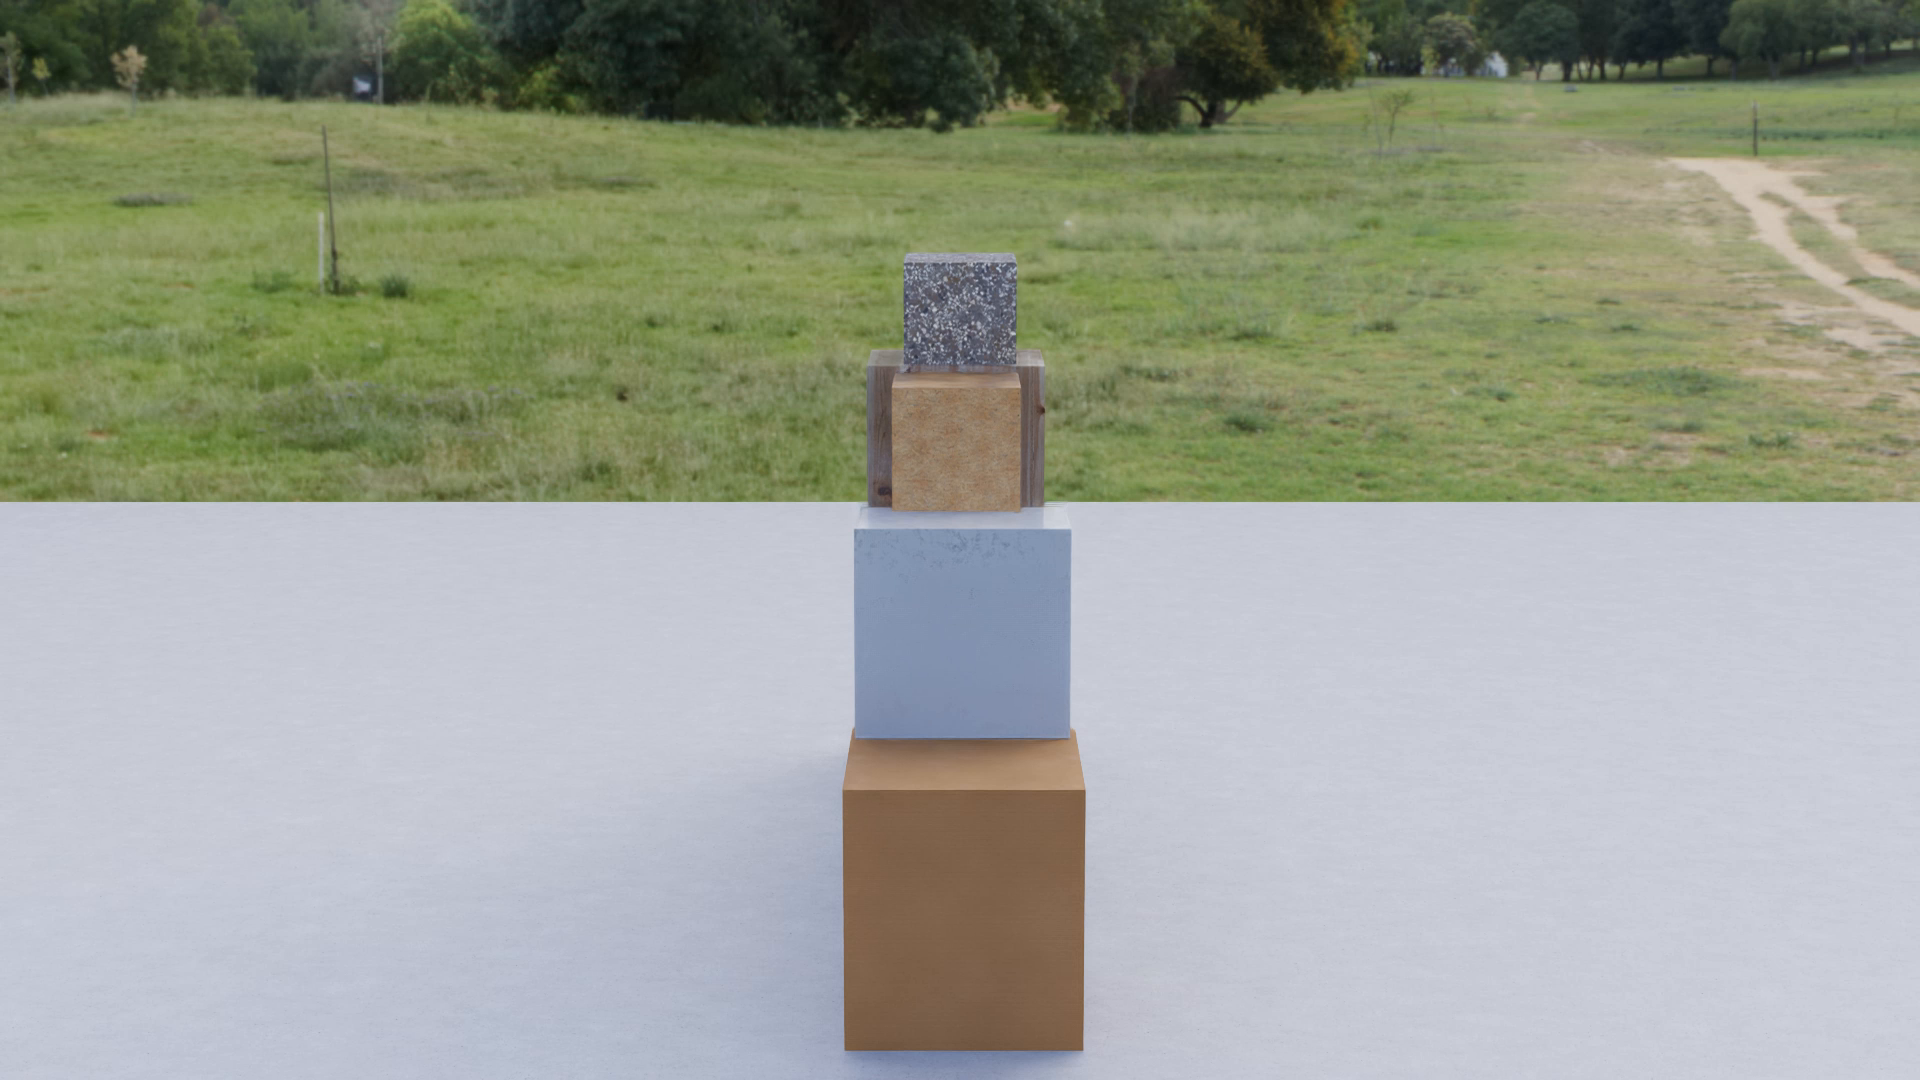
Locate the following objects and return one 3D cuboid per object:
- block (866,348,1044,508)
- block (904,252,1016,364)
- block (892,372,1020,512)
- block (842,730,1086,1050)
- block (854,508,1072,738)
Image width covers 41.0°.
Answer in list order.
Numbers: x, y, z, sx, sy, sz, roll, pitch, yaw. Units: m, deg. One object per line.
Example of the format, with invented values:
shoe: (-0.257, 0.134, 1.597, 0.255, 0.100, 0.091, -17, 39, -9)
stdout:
block: (-0.018, -0.429, 11.079, 0.744, 0.724, 0.633, 0, 11, 0)
block: (0.000, -0.997, 10.992, 0.472, 0.426, 0.537, 0, 11, 0)
block: (-0.015, -0.405, 10.505, 0.514, 0.502, 0.505, 0, 11, 0)
block: (0.014, 1.299, 9.676, 0.870, 0.983, 0.863, 0, 10, 0)
block: (0.010, 0.313, 10.166, 0.828, 0.807, 0.721, 0, 7, 0)
